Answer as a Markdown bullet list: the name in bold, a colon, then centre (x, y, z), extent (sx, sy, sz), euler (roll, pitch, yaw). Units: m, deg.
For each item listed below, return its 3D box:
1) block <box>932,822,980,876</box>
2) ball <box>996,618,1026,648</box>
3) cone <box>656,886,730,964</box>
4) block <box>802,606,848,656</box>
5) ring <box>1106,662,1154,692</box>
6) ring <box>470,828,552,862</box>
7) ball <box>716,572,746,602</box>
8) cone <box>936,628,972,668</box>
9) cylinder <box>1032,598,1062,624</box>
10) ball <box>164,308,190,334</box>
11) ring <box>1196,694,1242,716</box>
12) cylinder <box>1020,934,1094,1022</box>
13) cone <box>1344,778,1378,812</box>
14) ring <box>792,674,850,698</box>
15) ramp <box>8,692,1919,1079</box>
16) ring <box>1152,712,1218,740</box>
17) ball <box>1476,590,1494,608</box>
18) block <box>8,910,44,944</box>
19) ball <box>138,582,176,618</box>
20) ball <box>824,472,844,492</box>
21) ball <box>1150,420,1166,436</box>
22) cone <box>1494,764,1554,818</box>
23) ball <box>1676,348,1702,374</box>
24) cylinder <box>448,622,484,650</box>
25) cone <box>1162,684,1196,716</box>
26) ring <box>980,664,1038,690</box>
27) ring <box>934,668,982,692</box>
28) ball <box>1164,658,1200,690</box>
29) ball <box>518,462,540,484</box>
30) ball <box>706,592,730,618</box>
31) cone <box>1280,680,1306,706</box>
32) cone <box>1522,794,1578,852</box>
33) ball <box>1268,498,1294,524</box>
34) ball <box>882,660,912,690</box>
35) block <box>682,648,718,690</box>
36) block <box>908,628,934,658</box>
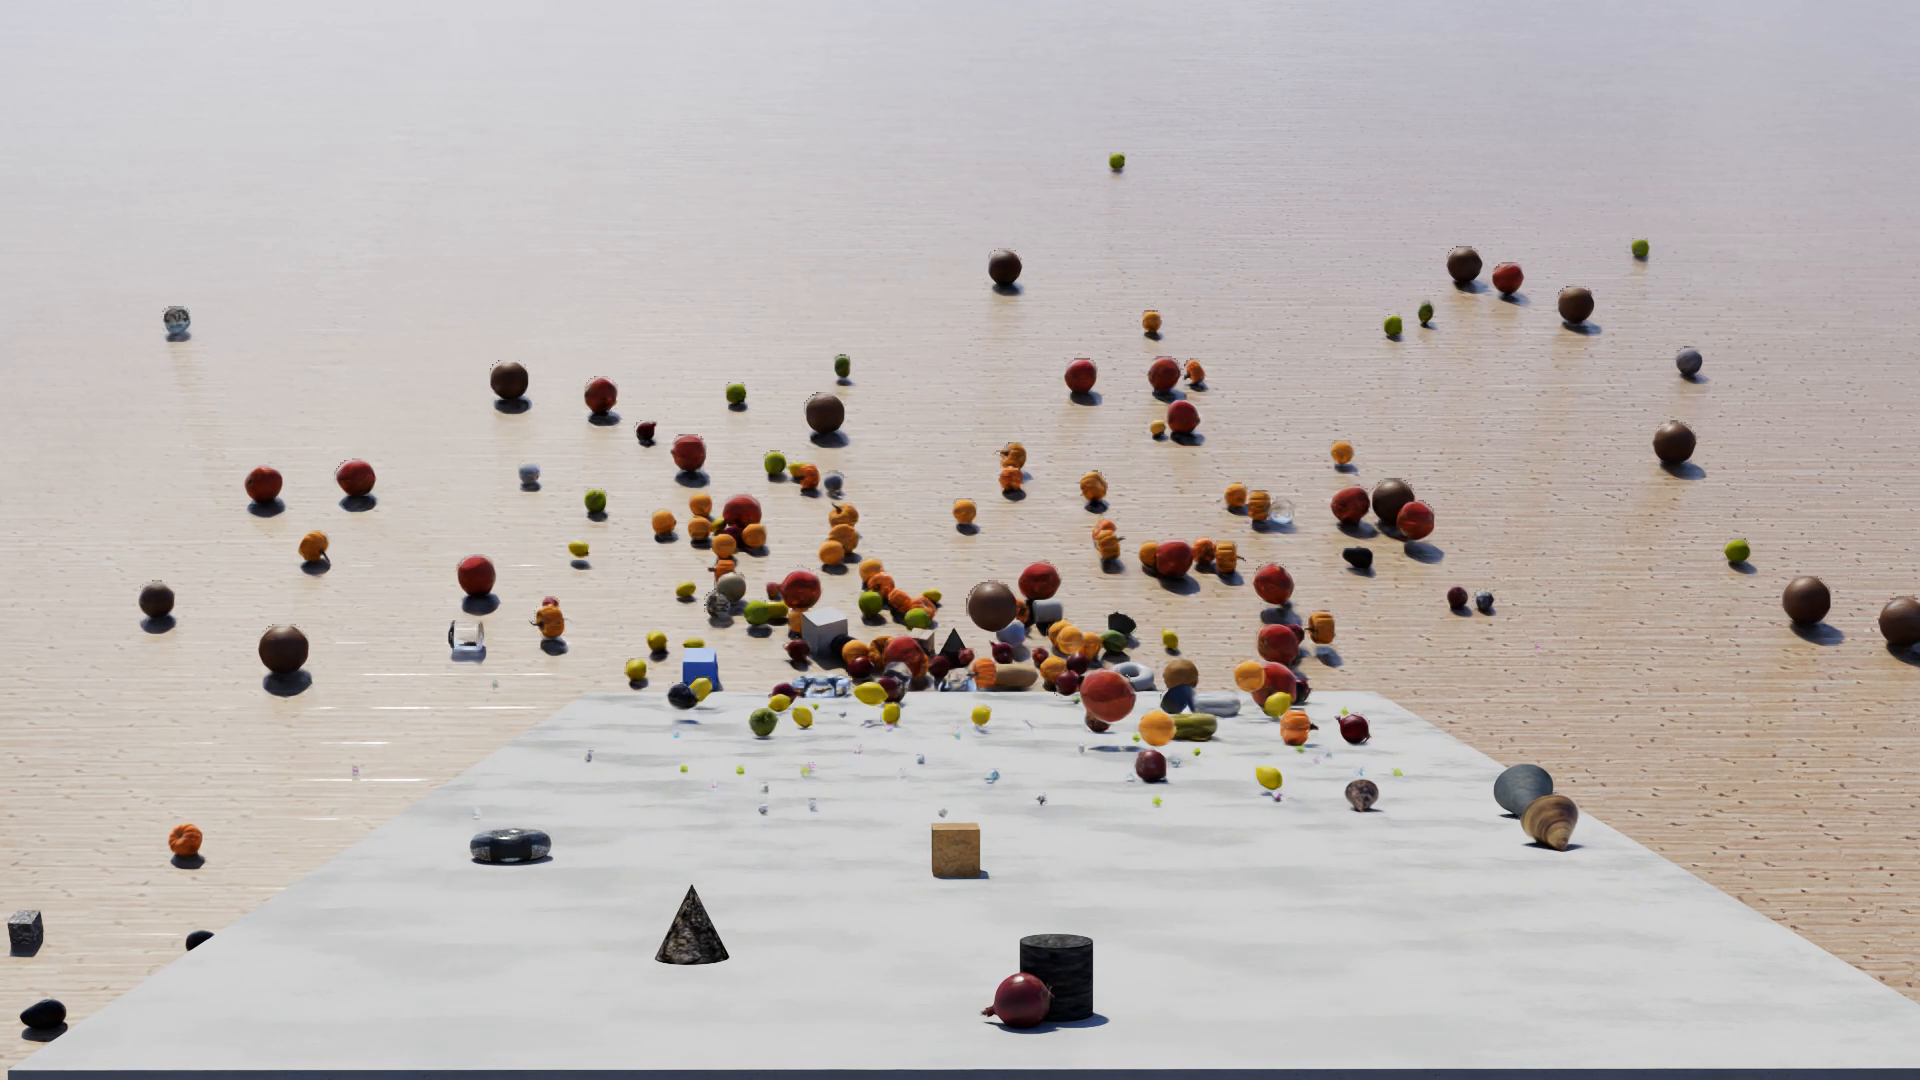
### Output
- **block**: centre (-0.006, 0.448, 3.733), extent (0.068, 0.068, 0.068), euler (0, 2, -3)
- **ball**: centre (0.139, 0.251, 6.967), extent (0.082, 0.082, 0.082), euler (0, 24, 0)
- **cone**: centre (-0.323, 0.459, 3.108), extent (0.090, 0.090, 0.090), euler (0, 2, 0)
- **block**: centre (-0.365, 0.246, 6.966), extent (0.092, 0.092, 0.092), euler (-14, 28, -28)
- **ring**: centre (0.448, 0.362, 6.770), extent (0.127, 0.042, 0.127), euler (-1, 25, 0)
- **ring**: centre (-0.674, 0.458, 3.866), extent (0.122, 0.041, 0.122), euler (-1, 1, 0)
- **ball**: centre (-0.640, 0.133, 7.225), extent (0.084, 0.084, 0.084), euler (0, 24, 0)
- **cone**: centre (-0.016, 0.277, 6.890), extent (0.098, 0.098, 0.098), euler (0, 24, 0)
- **cylinder**: centre (0.240, 0.197, 7.103), extent (0.068, 0.068, 0.068), euler (-4, 25, -9)
- **ball**: centre (-2.814, -0.789, 9.256), extent (0.093, 0.093, 0.093), euler (0, 24, 0)
- **ring**: centre (0.587, 0.383, 5.973), extent (0.131, 0.044, 0.131), euler (-1, 3, 0)
- **cylinder**: centre (0.105, 0.475, 2.797), extent (0.080, 0.080, 0.080), euler (0, 2, 0)
- **cone**: centre (0.682, 0.447, 4.373), extent (0.058, 0.058, 0.058), euler (1, 38, 3)
- **ring**: centre (-0.348, 0.364, 6.442), extent (0.149, 0.050, 0.149), euler (-1, 3, 0)
- **ramp**: centre (0.056, 0.504, 4.548), extent (2.000, 0.100, 4.000), euler (0, 2, 0)
- **ring**: centre (0.479, 0.397, 5.497), extent (0.141, 0.047, 0.141), euler (-4, 1, 0)
- **ball**: centre (1.464, 0.166, 7.193), extent (0.050, 0.050, 0.050), euler (0, 24, 0)
- **block**: centre (-2.057, 0.852, 5.670), extent (0.054, 0.054, 0.054), euler (1, 24, 2)
- **ball**: centre (-2.224, 0.167, 7.134), extent (0.097, 0.097, 0.097), euler (0, 24, 0)
- **ball**: centre (-0.390, -0.178, 7.944), extent (0.059, 0.059, 0.059), euler (0, 24, 0)
- **ball**: centre (0.643, -0.365, 8.367), extent (0.051, 0.051, 0.051), euler (0, 24, 0)
- **cone**: centre (0.943, 0.441, 4.273), extent (0.100, 0.100, 0.100), euler (1, 29, 2)
- **ball**: centre (2.511, -0.615, 8.876), extent (0.088, 0.088, 0.088), euler (0, 24, 0)
- **cylinder**: centre (-1.333, 0.258, 6.960), extent (0.076, 0.076, 0.076), euler (2, 24, 4)
- **cone**: centre (0.515, 0.389, 5.852), extent (0.088, 0.088, 0.088), euler (-9, 32, -19)
- **ring**: centre (0.128, 0.356, 6.705), extent (0.149, 0.050, 0.149), euler (0, -12, 0)
- **ring**: centre (-0.007, 0.375, 6.742), extent (0.124, 0.041, 0.124), euler (-3, 23, 1)
- **ball**: centre (0.555, 0.343, 6.462), extent (0.090, 0.090, 0.090), euler (0, 24, 0)
- **ball**: centre (-1.338, -0.208, 8.001), extent (0.067, 0.067, 0.067), euler (0, 24, 0)
- **ball**: centre (-0.670, 0.181, 7.138), extent (0.070, 0.070, 0.070), euler (0, 24, 0)
- **cone**: centre (0.787, 0.382, 6.180), extent (0.068, 0.068, 0.068), euler (12, 34, 25)
- **cone**: centre (0.918, 0.454, 3.961), extent (0.090, 0.090, 0.090), euler (-1, 28, -3)
- **ball**: centre (0.963, -0.086, 7.719), extent (0.078, 0.078, 0.078), euler (0, 24, 0)
- **ball**: centre (-0.162, 0.349, 6.647), extent (0.075, 0.075, 0.075), euler (0, 24, 0)
- **block**: centre (-0.683, 0.338, 6.775), extent (0.082, 0.082, 0.082), euler (0, 24, 1)
- **block**: centre (-0.106, 0.278, 6.937), extent (0.057, 0.057, 0.057), euler (8, 25, 16)
